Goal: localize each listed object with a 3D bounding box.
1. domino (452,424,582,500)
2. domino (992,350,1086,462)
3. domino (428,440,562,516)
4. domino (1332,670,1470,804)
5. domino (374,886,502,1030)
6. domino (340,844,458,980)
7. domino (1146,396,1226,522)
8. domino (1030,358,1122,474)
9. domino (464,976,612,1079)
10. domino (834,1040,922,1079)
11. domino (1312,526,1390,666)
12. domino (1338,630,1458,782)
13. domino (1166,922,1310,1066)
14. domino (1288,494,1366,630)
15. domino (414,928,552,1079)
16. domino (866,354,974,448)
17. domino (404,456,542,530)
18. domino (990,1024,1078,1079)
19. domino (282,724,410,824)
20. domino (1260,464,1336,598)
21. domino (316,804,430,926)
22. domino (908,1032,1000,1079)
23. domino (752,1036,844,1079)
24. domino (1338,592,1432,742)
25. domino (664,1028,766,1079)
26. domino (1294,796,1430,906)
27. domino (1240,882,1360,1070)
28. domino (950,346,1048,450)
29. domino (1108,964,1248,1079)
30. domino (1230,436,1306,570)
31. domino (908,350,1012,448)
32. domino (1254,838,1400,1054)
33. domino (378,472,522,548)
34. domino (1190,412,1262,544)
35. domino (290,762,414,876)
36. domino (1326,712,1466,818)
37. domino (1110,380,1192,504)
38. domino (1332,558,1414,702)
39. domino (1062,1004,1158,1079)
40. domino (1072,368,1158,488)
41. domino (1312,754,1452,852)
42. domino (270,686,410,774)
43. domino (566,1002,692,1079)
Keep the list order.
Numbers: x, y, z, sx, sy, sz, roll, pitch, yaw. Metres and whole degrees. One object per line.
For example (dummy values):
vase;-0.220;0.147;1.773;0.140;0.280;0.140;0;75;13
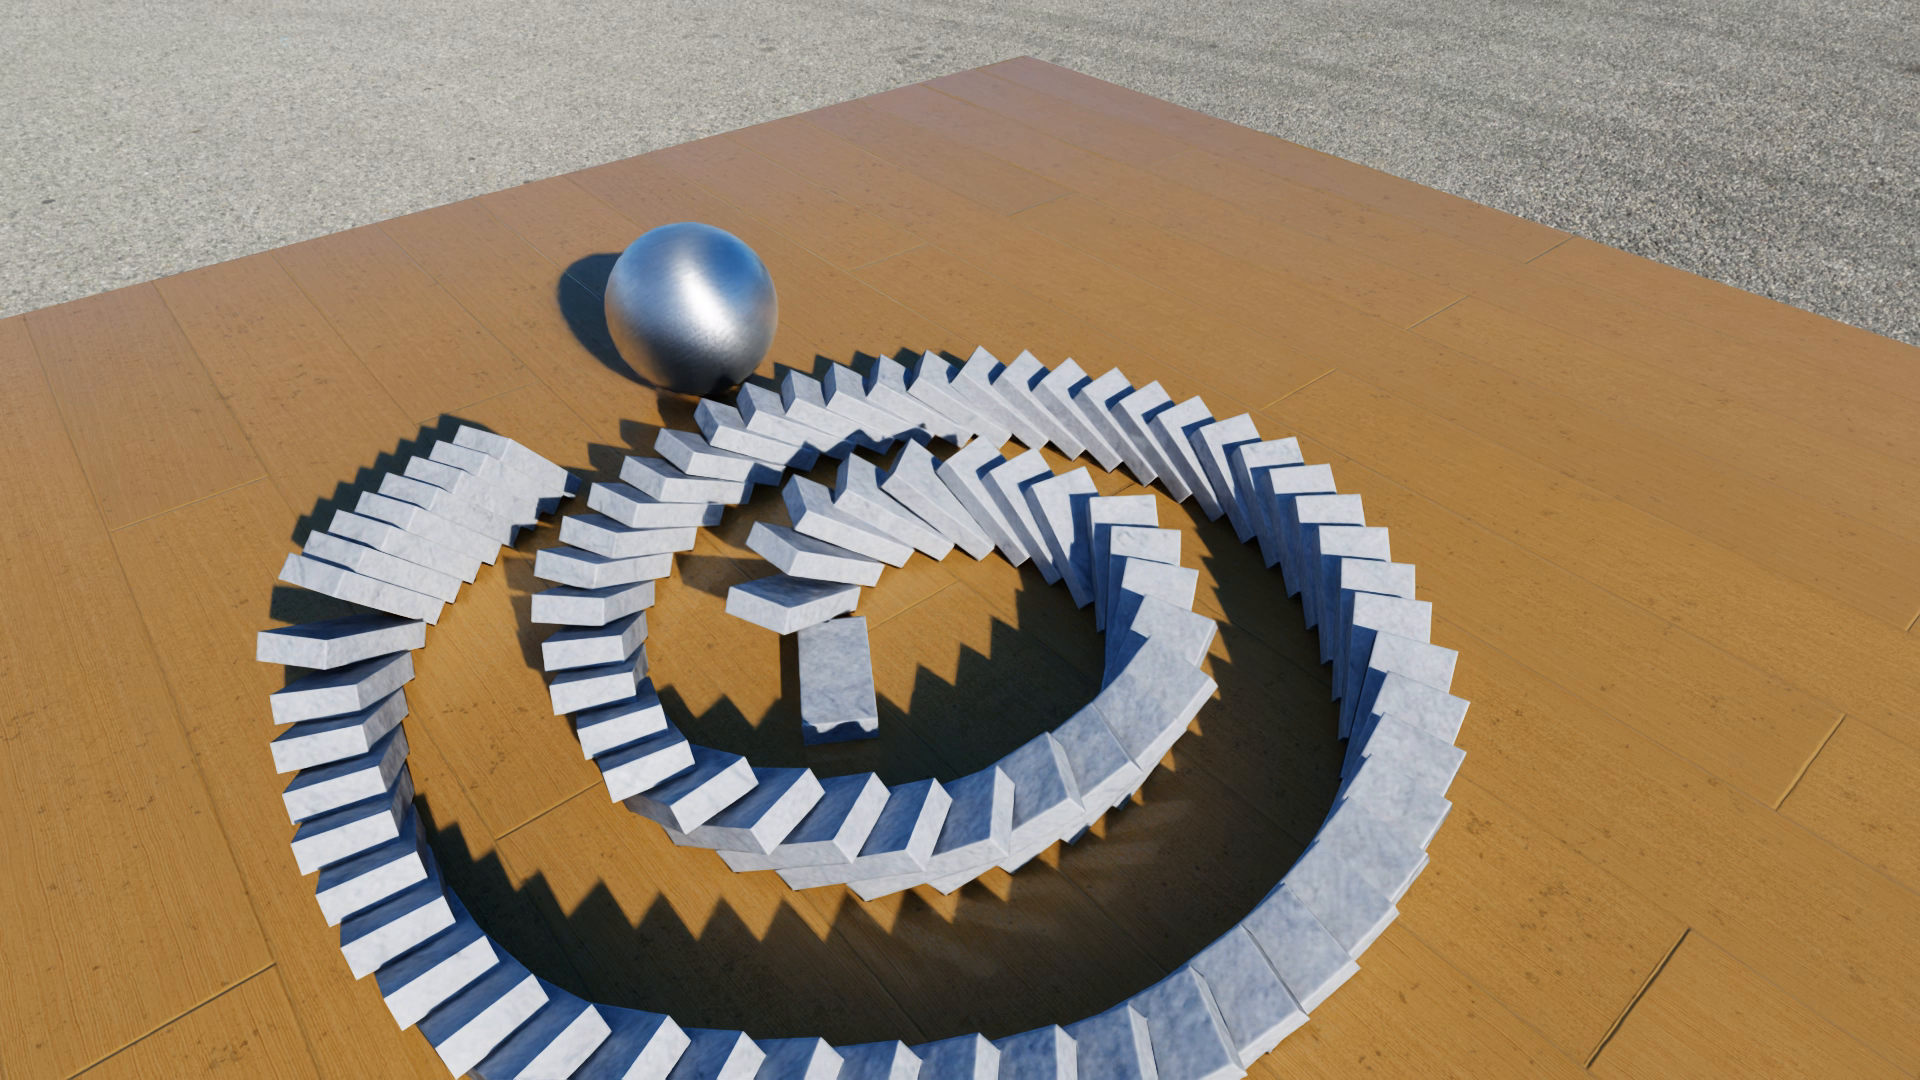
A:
domino;-0.182;-0.031;0.453;0.025;0.050;0.009;15;79;18
domino;0.040;-0.061;0.498;0.050;0.009;0.025;42;46;-2
domino;-0.187;-0.025;0.445;0.025;0.050;0.010;15;79;18
domino;0.135;0.069;0.340;0.025;0.009;0.050;22;77;24
domino;-0.141;0.109;0.291;0.025;0.009;0.050;-30;16;-31
domino;-0.154;0.100;0.301;0.025;0.009;0.050;-25;13;-27
domino;0.104;-0.035;0.466;0.025;0.009;0.050;-26;78;-28
domino;0.058;-0.056;0.492;0.050;0.010;0.025;46;50;2
domino;-0.110;0.123;0.273;0.050;0.010;0.025;-8;25;47
domino;-0.035;0.135;0.259;0.050;0.009;0.025;-20;31;28
domino;0.143;0.020;0.399;0.025;0.009;0.050;1;71;1
domino;0.141;0.057;0.354;0.025;0.009;0.050;15;75;18
domino;0.058;0.122;0.274;0.050;0.010;0.025;-39;44;5
domino;0.140;0.008;0.414;0.025;0.010;0.050;-2;72;-3
domino;-0.126;0.117;0.281;0.025;0.009;0.050;-35;18;-34
domino;-0.018;-0.063;0.501;0.050;0.009;0.025;27;35;-19
domino;-0.192;-0.018;0.437;0.025;0.050;0.009;15;79;18
domino;0.004;0.134;0.260;0.050;0.010;0.025;-25;35;21
domino;-0.187;0.071;0.338;0.025;0.009;0.050;-15;10;-18
domino;0.136;-0.004;0.428;0.025;0.010;0.050;-5;72;-7
domino;-0.166;0.091;0.313;0.025;0.009;0.050;-22;12;-24
domino;-0.015;0.135;0.259;0.050;0.009;0.025;-23;33;24
domino;-0.054;0.133;0.261;0.050;0.009;0.025;-18;30;31
domino;0.143;0.044;0.370;0.025;0.010;0.050;8;72;10
domino;-0.073;0.131;0.264;0.050;0.009;0.025;-15;29;35
domino;0.103;0.099;0.303;0.025;0.010;0.050;37;84;36
domino;0.074;0.115;0.283;0.050;0.009;0.025;-42;47;1
domino;0.022;-0.064;0.502;0.050;0.010;0.025;38;43;-7
domino;0.041;0.128;0.267;0.050;0.010;0.025;-34;40;11
domino;0.129;-0.015;0.442;0.025;0.010;0.050;-10;73;-12
domino;0.001;-0.064;0.502;0.050;0.009;0.025;30;37;-16
domino;0.089;0.107;0.293;0.050;0.009;0.025;-46;51;-2
domino;-0.198;-0.011;0.428;0.025;0.050;0.010;15;78;17
domino;0.118;-0.026;0.454;0.025;0.010;0.050;-18;76;-21
domino;-0.178;0.081;0.325;0.025;0.009;0.050;-17;11;-20
domino;0.126;0.079;0.326;0.025;0.010;0.050;27;79;29
domino;0.090;-0.043;0.476;0.025;0.010;0.050;-31;81;-32
domino;0.144;0.032;0.384;0.025;0.009;0.050;6;72;7
domino;0.022;0.132;0.262;0.050;0.010;0.025;-28;36;17
domino;0.075;-0.050;0.485;0.025;0.010;0.050;-35;83;-35
domino;0.115;0.089;0.314;0.025;0.010;0.050;32;81;33
domino;-0.196;0.060;0.351;0.025;0.010;0.050;-11;8;-13
domino;-0.091;0.127;0.268;0.050;0.009;0.025;-13;27;39
